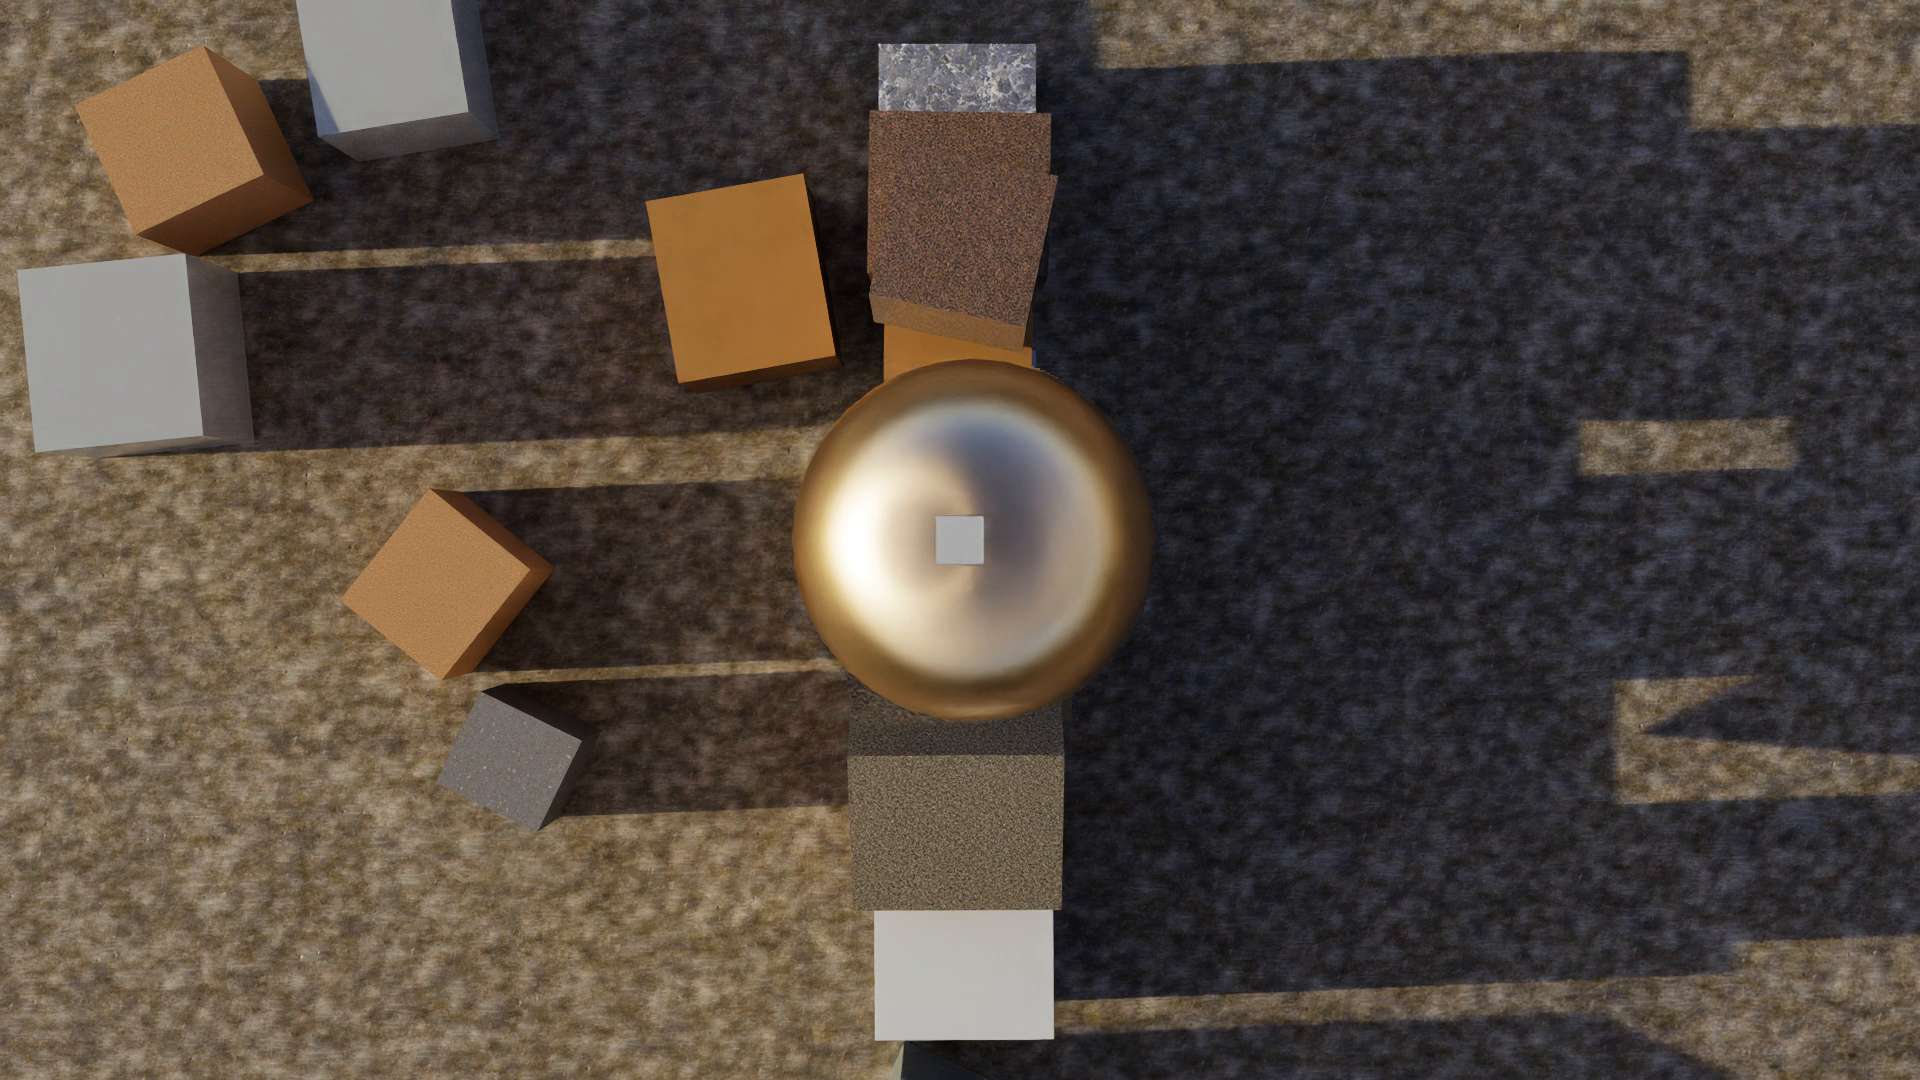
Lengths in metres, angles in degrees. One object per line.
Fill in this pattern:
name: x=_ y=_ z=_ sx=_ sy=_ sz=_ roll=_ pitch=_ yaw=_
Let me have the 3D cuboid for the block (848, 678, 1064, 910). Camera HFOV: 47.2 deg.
block: x=-0.017 y=1.180 z=11.259 sx=1.044 sy=1.106 sz=0.929 roll=0 pitch=118 yaw=0

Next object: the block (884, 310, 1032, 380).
block: x=-0.011 y=-0.959 z=11.696 sx=0.759 sy=0.854 sz=0.822 roll=1 pitch=90 yaw=0

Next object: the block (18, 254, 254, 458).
block: x=-4.684 y=-1.031 z=12.561 sx=0.931 sy=0.878 sz=1.009 roll=-6 pitch=90 yaw=0

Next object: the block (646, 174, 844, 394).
block: x=-1.211 y=-1.445 z=12.574 sx=0.883 sy=0.852 sz=1.021 roll=-10 pitch=90 yaw=0

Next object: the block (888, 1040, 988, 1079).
block: x=-0.066 y=3.572 z=12.534 sx=0.983 sy=0.931 sz=0.895 roll=25 pitch=90 yaw=0

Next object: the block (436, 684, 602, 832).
block: x=-2.526 y=1.242 z=12.656 sx=0.632 sy=0.689 sz=0.569 roll=26 pitch=90 yaw=0

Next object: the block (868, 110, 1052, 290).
block: x=-0.005 y=-1.796 z=11.714 sx=0.935 sy=0.792 sz=0.832 roll=1 pitch=91 yaw=0

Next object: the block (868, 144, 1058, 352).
block: x=0.018 y=-1.437 z=10.934 sx=0.773 sy=0.680 sz=0.759 roll=12 pitch=84 yaw=1

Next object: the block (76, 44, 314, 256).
block: x=-4.338 y=-2.196 z=12.531 sx=0.779 sy=0.937 sz=0.784 roll=-25 pitch=90 yaw=0

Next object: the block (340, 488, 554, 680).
block: x=-2.922 y=0.249 z=12.620 sx=0.720 sy=0.760 sz=0.795 roll=39 pitch=90 yaw=0

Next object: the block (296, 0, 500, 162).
block: x=-3.209 y=-2.739 z=12.589 sx=0.845 sy=0.823 sz=0.883 roll=-9 pitch=90 yaw=0

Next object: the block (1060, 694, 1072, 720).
block: x=0.013 y=0.378 z=12.386 sx=1.171 sy=1.228 sz=1.177 roll=0 pitch=90 yaw=0

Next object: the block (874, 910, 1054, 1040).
block: x=0.021 y=2.142 z=11.629 sx=0.912 sy=0.838 sz=0.815 roll=0 pitch=90 yaw=0

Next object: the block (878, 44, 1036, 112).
block: x=-0.015 y=-2.301 z=12.554 sx=0.865 sy=0.892 sz=0.861 roll=0 pitch=90 yaw=0

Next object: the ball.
ball: x=0.058 y=0.000 z=9.691 sx=1.600 sy=1.600 sz=1.600 roll=0 pitch=90 yaw=0

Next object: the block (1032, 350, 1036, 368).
block: x=-0.001 y=-0.639 z=12.630 sx=0.850 sy=0.740 sz=0.836 roll=0 pitch=90 yaw=0

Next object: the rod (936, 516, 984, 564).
rod: x=0.025 y=0.000 z=6.291 sx=0.080 sy=5.200 sz=0.080 roll=0 pitch=90 yaw=1
